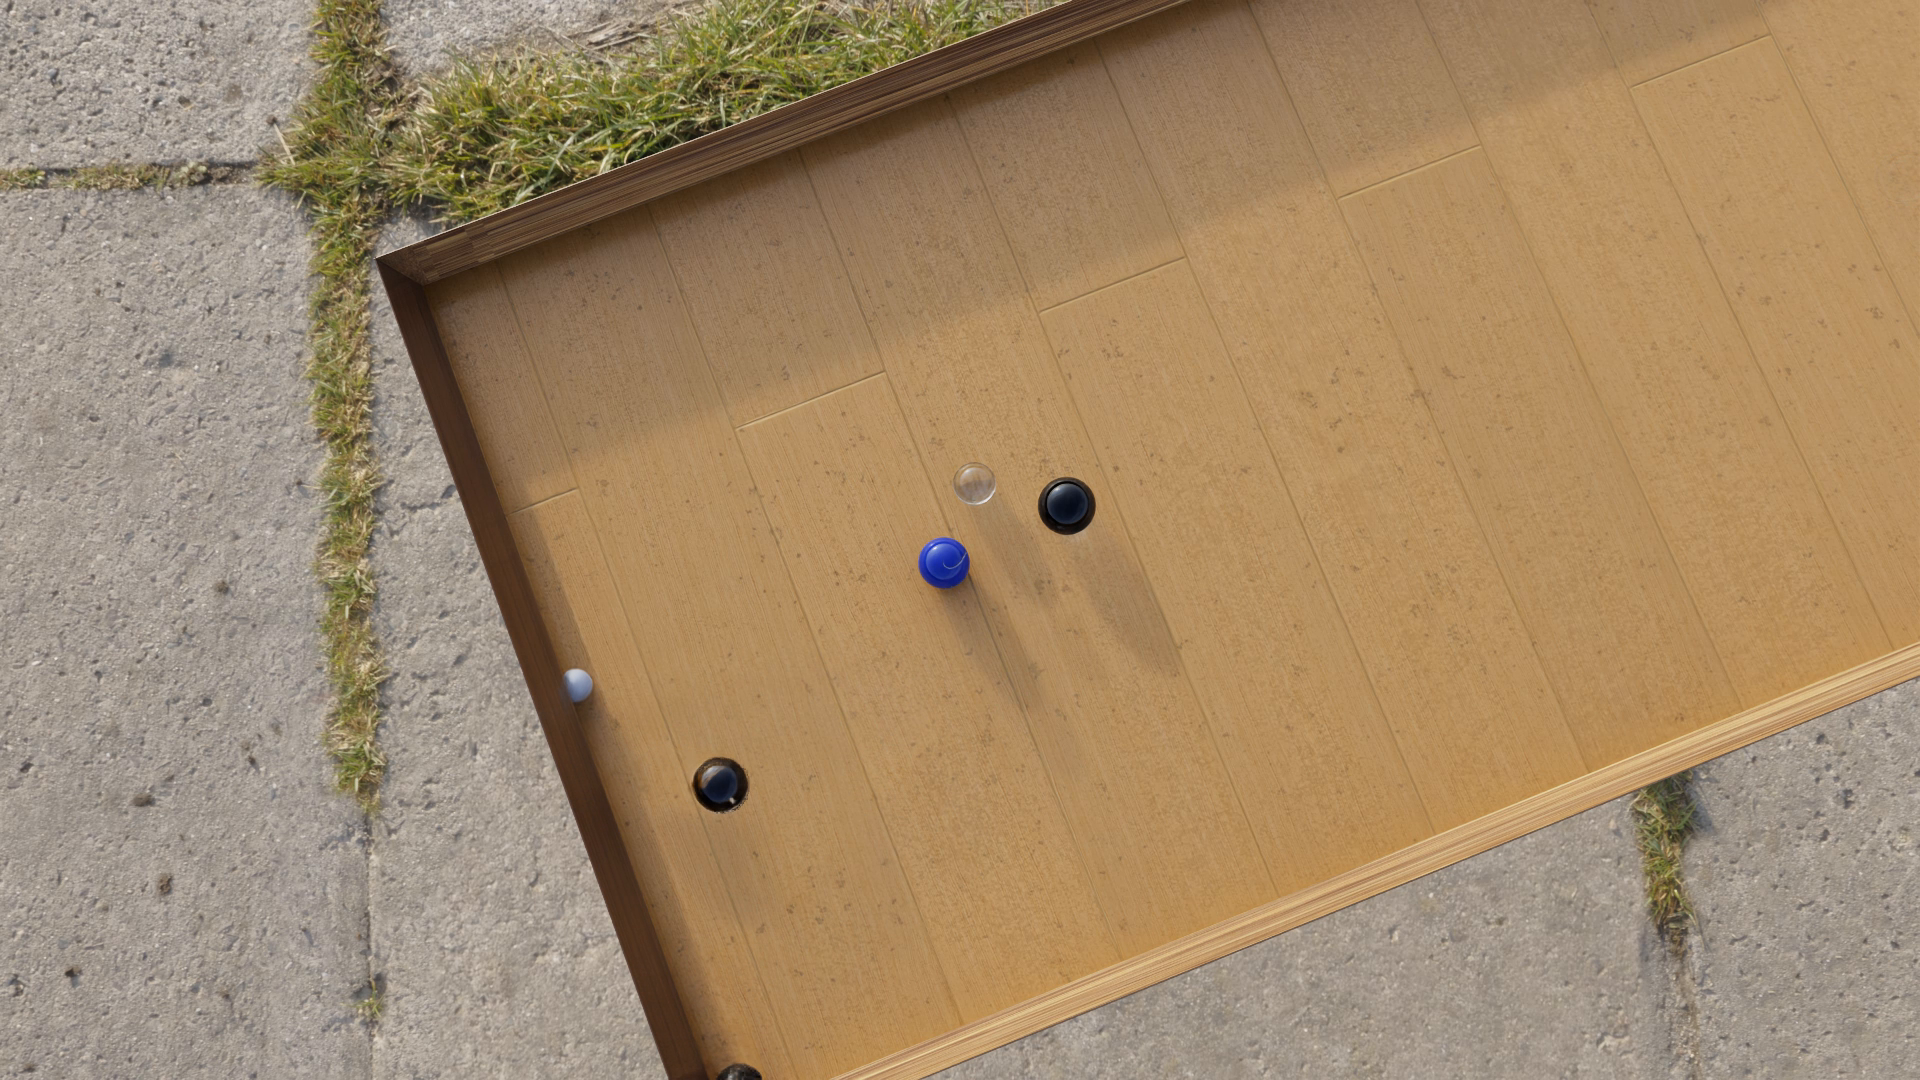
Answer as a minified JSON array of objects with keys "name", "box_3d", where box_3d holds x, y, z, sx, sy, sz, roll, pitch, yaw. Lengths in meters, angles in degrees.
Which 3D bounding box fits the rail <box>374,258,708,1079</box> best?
[{"name":"rail","box_3d":[-0.596,0.226,3.224,0.045,0.114,1.415,-21,80,-4]}]

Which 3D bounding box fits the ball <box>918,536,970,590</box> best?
[{"name":"ball","box_3d":[-0.024,0.034,3.280,0.078,0.078,0.078,0,79,0]}]

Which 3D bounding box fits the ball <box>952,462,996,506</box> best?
[{"name":"ball","box_3d":[0.022,-0.085,3.308,0.066,0.066,0.066,0,79,0]}]

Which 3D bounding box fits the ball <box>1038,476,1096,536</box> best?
[{"name":"ball","box_3d":[0.160,-0.051,3.291,0.088,0.088,0.088,0,79,0]}]

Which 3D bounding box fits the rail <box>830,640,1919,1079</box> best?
[{"name":"rail","box_3d":[0.869,0.382,3.195,2.658,0.114,0.045,-21,80,-4]}]

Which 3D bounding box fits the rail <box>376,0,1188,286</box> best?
[{"name":"rail","box_3d":[0.368,-0.868,3.430,2.658,0.114,0.045,-21,80,-4]}]

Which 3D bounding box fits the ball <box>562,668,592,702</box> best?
[{"name":"ball","box_3d":[-0.570,0.216,3.260,0.050,0.050,0.050,0,79,0]}]

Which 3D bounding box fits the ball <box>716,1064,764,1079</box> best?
[{"name":"ball","box_3d":[-0.315,0.785,3.141,0.074,0.074,0.074,0,79,0]}]

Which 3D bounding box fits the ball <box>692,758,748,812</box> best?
[{"name":"ball","box_3d":[-0.351,0.358,3.217,0.081,0.081,0.081,0,79,0]}]
